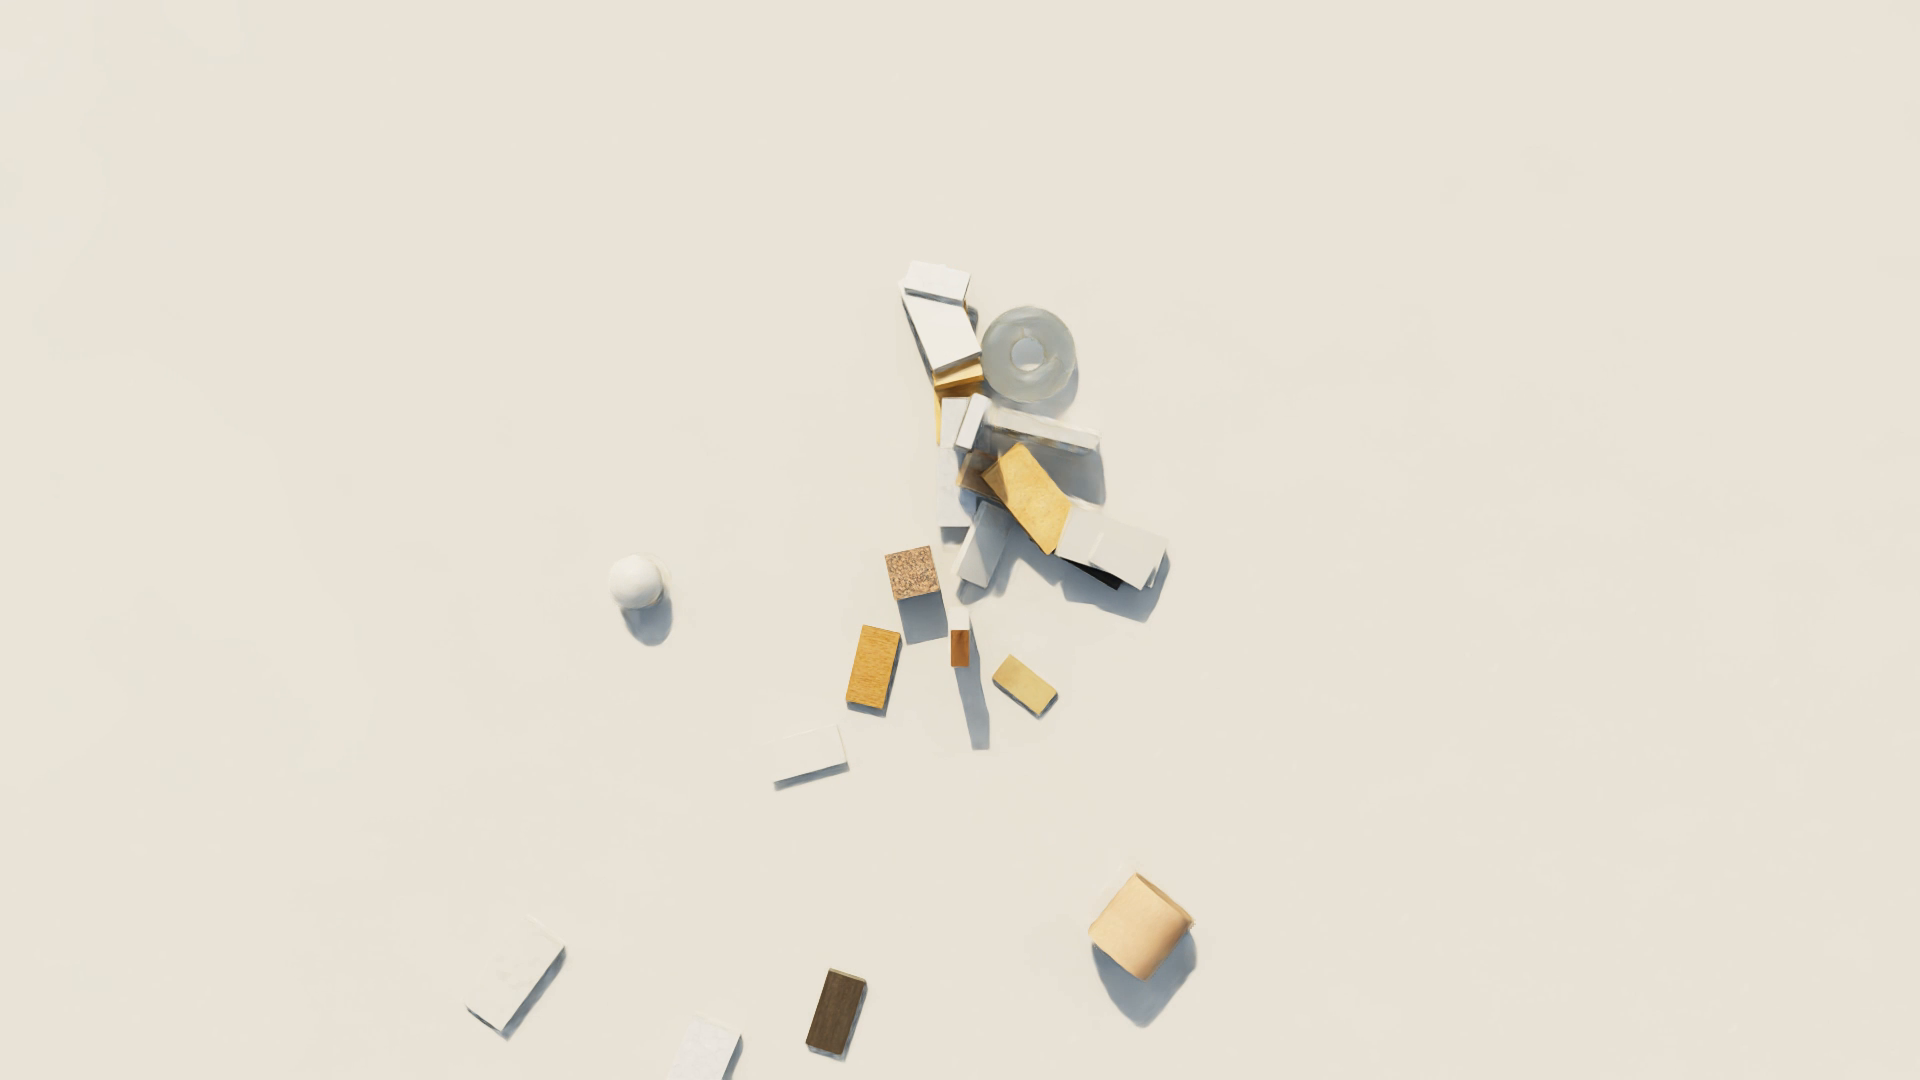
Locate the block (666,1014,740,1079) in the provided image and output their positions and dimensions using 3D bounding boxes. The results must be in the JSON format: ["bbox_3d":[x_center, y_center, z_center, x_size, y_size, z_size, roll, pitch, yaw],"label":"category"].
[{"bbox_3d":[-0.874,1.768,5.476,0.169,0.048,0.337,23,90,0],"label":"block"}]

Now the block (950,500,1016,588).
[{"bbox_3d":[0.080,0.015,5.450,0.131,0.037,0.261,24,90,-31],"label":"block"}]

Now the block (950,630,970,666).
[{"bbox_3d":[0.000,0.342,5.219,0.059,0.017,0.117,0,90,0],"label":"block"}]

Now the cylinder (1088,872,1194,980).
[{"bbox_3d":[0.587,1.258,5.377,0.246,0.246,0.246,39,90,0],"label":"cylinder"}]

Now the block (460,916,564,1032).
[{"bbox_3d":[-1.486,1.439,5.476,0.169,0.048,0.337,36,90,0],"label":"block"}]

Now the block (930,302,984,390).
[{"bbox_3d":[-0.037,-0.664,5.433,0.160,0.045,0.320,-13,74,0],"label":"block"}]

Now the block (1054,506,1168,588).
[{"bbox_3d":[0.497,0.021,5.406,0.338,0.048,0.169,18,93,-13],"label":"block"}]

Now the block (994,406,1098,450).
[{"bbox_3d":[0.285,-0.368,5.410,0.336,0.168,0.048,14,101,1],"label":"block"}]

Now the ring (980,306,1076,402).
[{"bbox_3d":[0.224,-0.614,5.448,0.320,0.107,0.320,0,91,1],"label":"ring"}]

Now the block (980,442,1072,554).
[{"bbox_3d":[0.238,-0.135,5.384,0.169,0.048,0.338,-41,103,-4],"label":"block"}]

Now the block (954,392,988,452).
[{"bbox_3d":[0.032,-0.369,5.208,0.048,0.336,0.168,19,91,-2],"label":"block"}]

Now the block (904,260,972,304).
[{"bbox_3d":[-0.074,-0.845,5.399,0.201,0.028,0.100,14,75,8],"label":"block"}]

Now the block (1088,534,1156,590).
[{"bbox_3d":[0.528,0.070,5.379,0.201,0.028,0.100,29,90,-13],"label":"block"}]

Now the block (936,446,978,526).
[{"bbox_3d":[-0.010,-0.175,5.428,0.131,0.037,0.261,0,105,-1],"label":"block"}]

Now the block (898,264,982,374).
[{"bbox_3d":[-0.068,-0.725,5.404,0.168,0.048,0.336,-21,74,-3],"label":"block"}]

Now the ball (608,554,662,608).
[{"bbox_3d":[-1.066,0.137,5.412,0.177,0.177,0.177,0,90,0],"label":"ball"}]

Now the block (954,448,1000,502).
[{"bbox_3d":[0.121,-0.201,5.415,0.261,0.037,0.131,20,93,-30],"label":"block"}]

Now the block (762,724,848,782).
[{"bbox_3d":[-0.516,0.707,5.482,0.256,0.036,0.128,-15,90,0],"label":"block"}]

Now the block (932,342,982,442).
[{"bbox_3d":[-0.007,-0.489,5.477,0.160,0.045,0.320,-3,90,0],"label":"block"}]

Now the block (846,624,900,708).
[{"bbox_3d":[-0.290,0.420,5.482,0.128,0.036,0.256,13,90,0],"label":"block"}]

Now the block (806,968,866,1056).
[{"bbox_3d":[-0.414,1.567,5.482,0.128,0.036,0.256,18,90,0],"label":"block"}]

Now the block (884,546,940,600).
[{"bbox_3d":[-0.156,0.107,5.425,0.151,0.151,0.151,-13,90,0],"label":"block"}]

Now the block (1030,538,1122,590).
[{"bbox_3d":[0.416,0.009,5.476,0.338,0.048,0.169,31,90,0],"label":"block"}]

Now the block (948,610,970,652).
[{"bbox_3d":[-0.004,0.296,5.354,0.068,0.019,0.137,0,90,0],"label":"block"}]

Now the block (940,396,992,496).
[{"bbox_3d":[0.015,-0.308,5.436,0.160,0.045,0.320,2,104,-1],"label":"block"}]

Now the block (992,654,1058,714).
[{"bbox_3d":[0.214,0.478,5.486,0.201,0.028,0.100,38,90,0],"label":"block"}]
